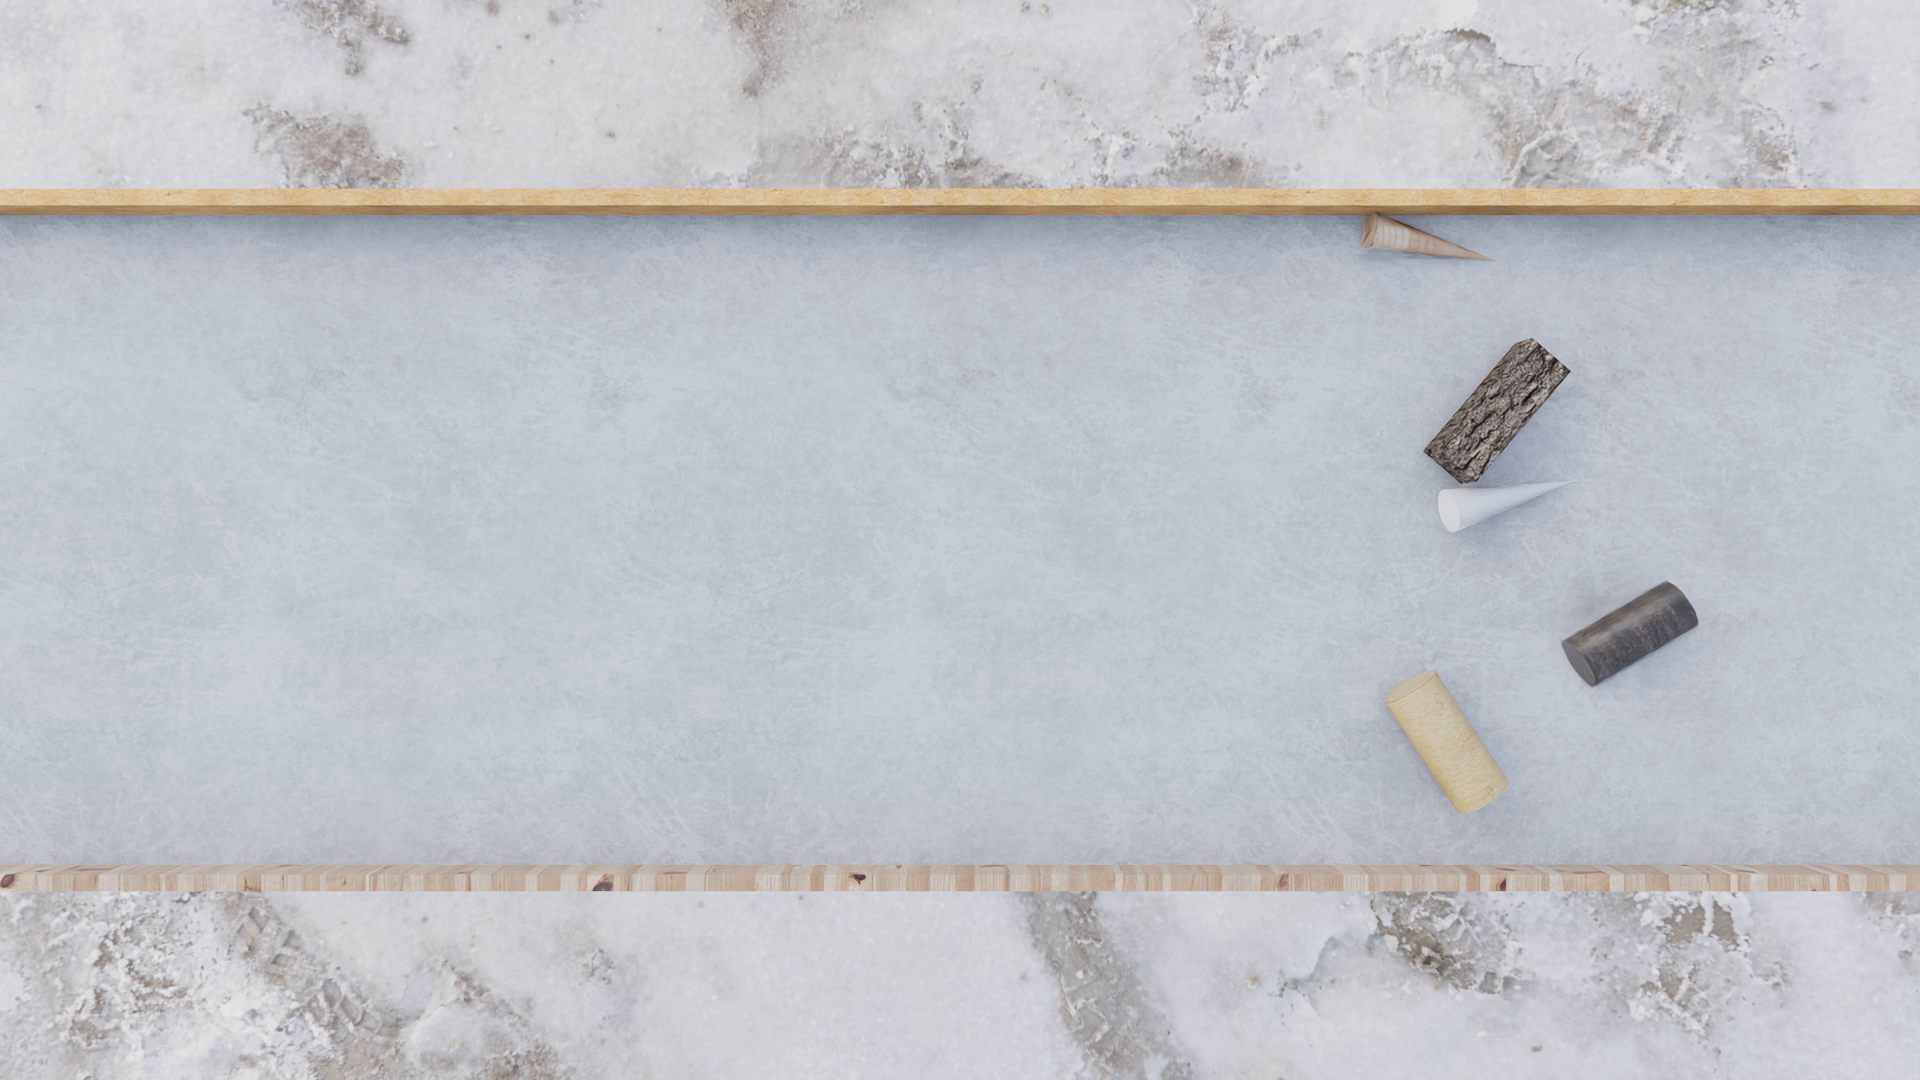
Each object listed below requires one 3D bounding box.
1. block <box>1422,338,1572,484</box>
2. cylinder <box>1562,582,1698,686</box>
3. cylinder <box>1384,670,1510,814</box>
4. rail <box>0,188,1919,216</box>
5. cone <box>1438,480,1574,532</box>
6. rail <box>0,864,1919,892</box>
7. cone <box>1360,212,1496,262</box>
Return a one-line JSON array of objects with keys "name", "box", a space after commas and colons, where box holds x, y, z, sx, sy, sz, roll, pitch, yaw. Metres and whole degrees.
[{"name": "block", "box": [1.624, -0.389, 4.999, 0.154, 0.154, 0.435, 41, 90, 0]}, {"name": "cylinder", "box": [2.028, 0.284, 4.995, 0.354, 0.163, 0.163, -30, 90, 0]}, {"name": "cylinder", "box": [1.471, 0.609, 4.988, 0.178, 0.178, 0.402, -34, 90, 0]}, {"name": "rail", "box": [-2.247, -1.025, 5.002, 12.000, 0.150, 0.050, 0, 90, 0]}, {"name": "cone", "box": [1.693, -0.137, 5.043, 0.435, 0.134, 0.134, -13, 90, -9]}, {"name": "rail", "box": [-2.247, 1.025, 5.001, 12.000, 0.150, 0.050, 0, 90, 0]}, {"name": "cone", "box": [1.449, -0.900, 5.048, 0.422, 0.115, 0.115, 12, 90, -8]}]
